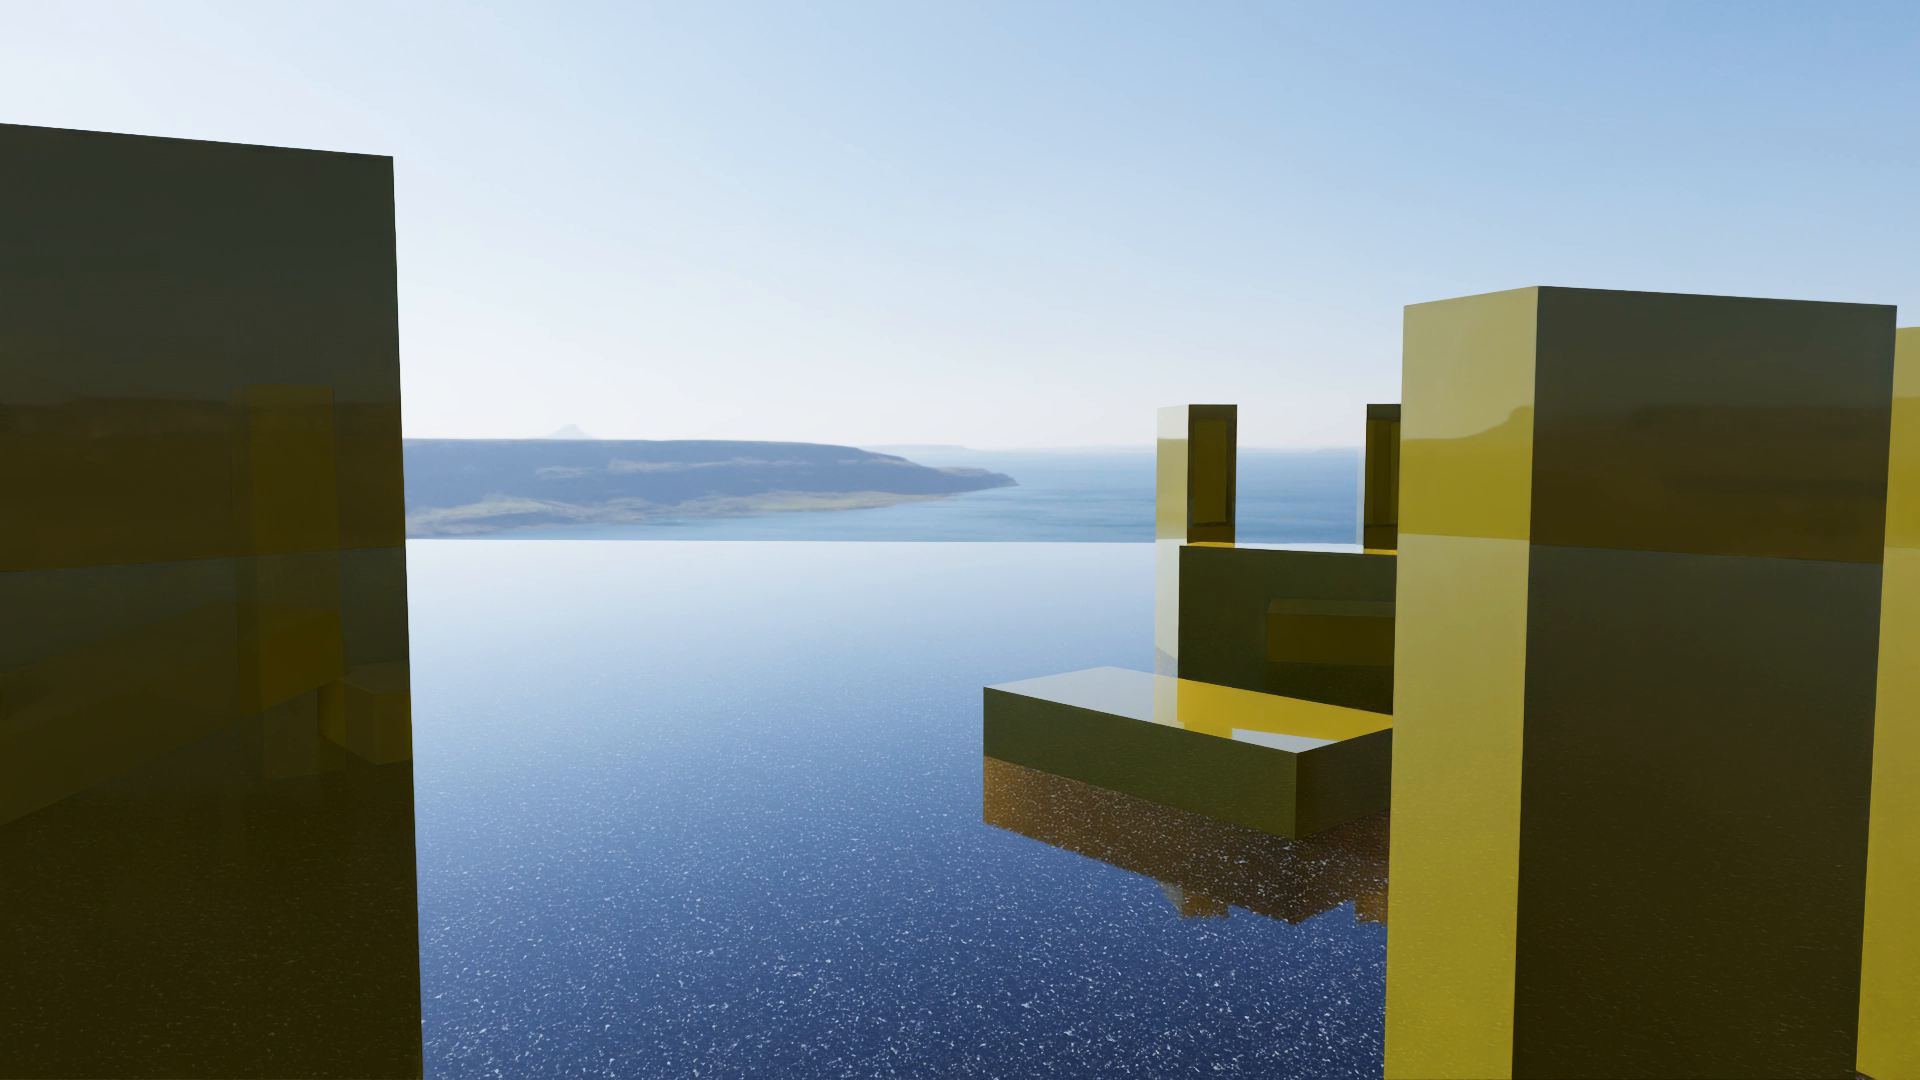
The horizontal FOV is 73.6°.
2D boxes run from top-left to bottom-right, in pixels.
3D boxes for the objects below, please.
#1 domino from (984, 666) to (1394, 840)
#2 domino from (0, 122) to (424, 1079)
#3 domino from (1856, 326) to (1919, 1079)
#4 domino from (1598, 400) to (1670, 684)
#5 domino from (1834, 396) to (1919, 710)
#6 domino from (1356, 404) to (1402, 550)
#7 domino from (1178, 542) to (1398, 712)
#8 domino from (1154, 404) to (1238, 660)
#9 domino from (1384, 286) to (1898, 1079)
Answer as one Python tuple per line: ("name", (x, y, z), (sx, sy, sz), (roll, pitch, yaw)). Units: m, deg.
("domino", (0.029, 0.026, 0.165), (0.025, 0.009, 0.050), (-4, 6, -41))
("domino", (-0.024, 0.014, 0.045), (0.010, 0.050, 0.025), (-2, 5, -24))
("domino", (0.067, 0.011, 0.084), (0.009, 0.050, 0.025), (-2, 5, -22))
("domino", (0.125, 0.000, 0.238), (0.010, 0.050, 0.025), (2, 5, 28))
("domino", (0.156, 0.001, 0.217), (0.010, 0.050, 0.025), (4, 6, 42))
("domino", (0.084, -0.001, 0.254), (0.010, 0.050, 0.025), (1, 4, 14))
("domino", (0.062, 0.014, 0.213), (0.050, 0.025, 0.010), (3, 5, 32))
("domino", (0.047, -0.002, 0.258), (0.010, 0.050, 0.025), (0, 4, -5))
("domino", (0.038, 0.012, 0.072), (0.025, 0.050, 0.010), (-2, 5, -20))
